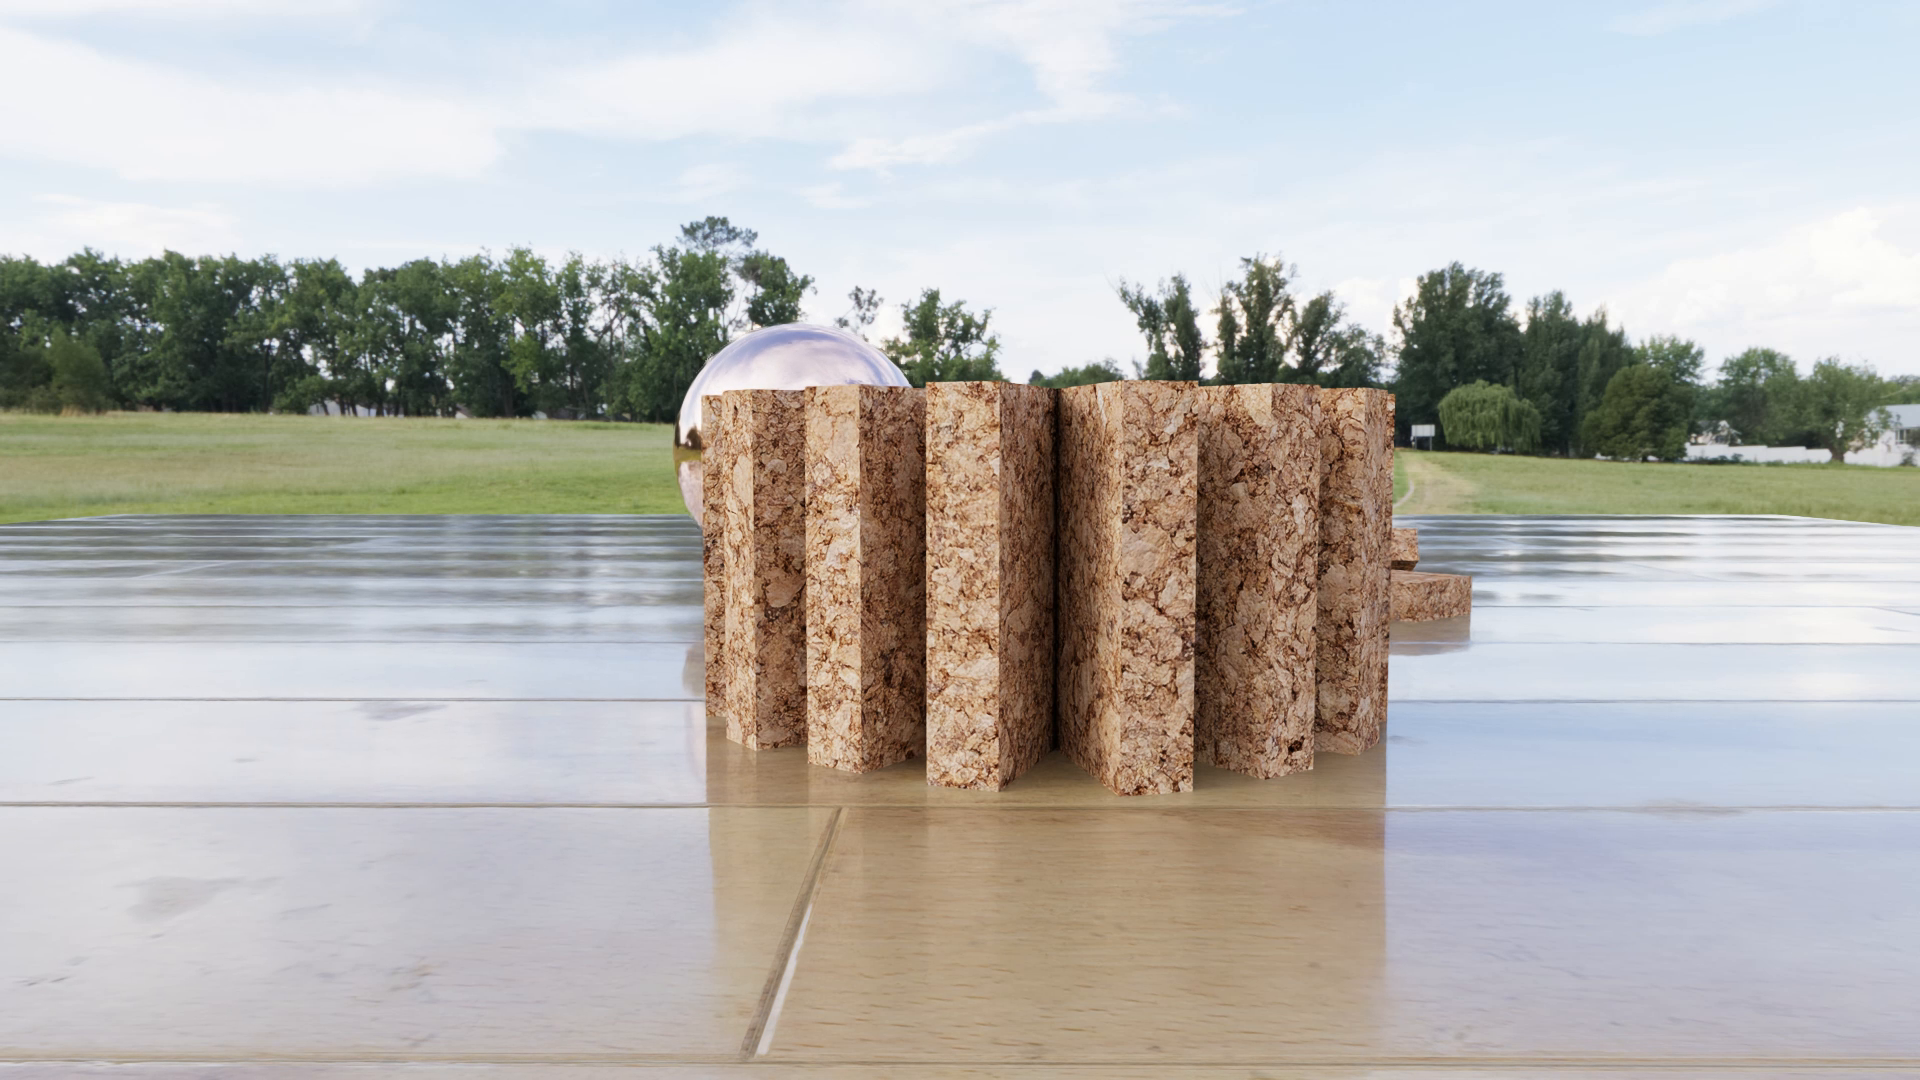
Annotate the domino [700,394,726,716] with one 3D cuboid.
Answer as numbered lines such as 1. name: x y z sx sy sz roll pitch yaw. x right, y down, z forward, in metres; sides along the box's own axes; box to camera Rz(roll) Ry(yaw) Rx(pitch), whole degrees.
1. domino: -0.027 0.002 0.203 0.025 0.050 0.009 0 4 3

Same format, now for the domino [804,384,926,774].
1. domino: -0.009 0.004 0.177 0.009 0.050 0.025 3 5 37

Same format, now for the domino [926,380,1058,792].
1. domino: 0.005 0.005 0.168 0.009 0.050 0.025 2 5 21

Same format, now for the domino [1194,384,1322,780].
1. domino: 0.035 0.005 0.174 0.010 0.050 0.025 -3 5 -36

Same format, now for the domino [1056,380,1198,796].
1. domino: 0.021 0.005 0.166 0.009 0.050 0.025 -1 4 -14

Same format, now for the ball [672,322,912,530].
1. ball: -0.049 -0.028 0.404 0.080 0.080 0.080 0 4 0

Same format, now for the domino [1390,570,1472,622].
1. domino: 0.102 0.013 0.332 0.025 0.010 0.050 -3 5 -38

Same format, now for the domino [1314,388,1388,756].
1. domino: 0.047 0.004 0.184 0.025 0.050 0.010 3 5 35

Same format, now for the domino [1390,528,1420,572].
1. domino: 0.103 0.005 0.370 0.050 0.009 0.025 0 -20 7

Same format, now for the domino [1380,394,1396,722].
1. domino: 0.053 0.003 0.200 0.025 0.050 0.009 0 4 -1

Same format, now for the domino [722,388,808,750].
1. domino: -0.021 0.004 0.187 0.025 0.050 0.009 -3 5 -35
